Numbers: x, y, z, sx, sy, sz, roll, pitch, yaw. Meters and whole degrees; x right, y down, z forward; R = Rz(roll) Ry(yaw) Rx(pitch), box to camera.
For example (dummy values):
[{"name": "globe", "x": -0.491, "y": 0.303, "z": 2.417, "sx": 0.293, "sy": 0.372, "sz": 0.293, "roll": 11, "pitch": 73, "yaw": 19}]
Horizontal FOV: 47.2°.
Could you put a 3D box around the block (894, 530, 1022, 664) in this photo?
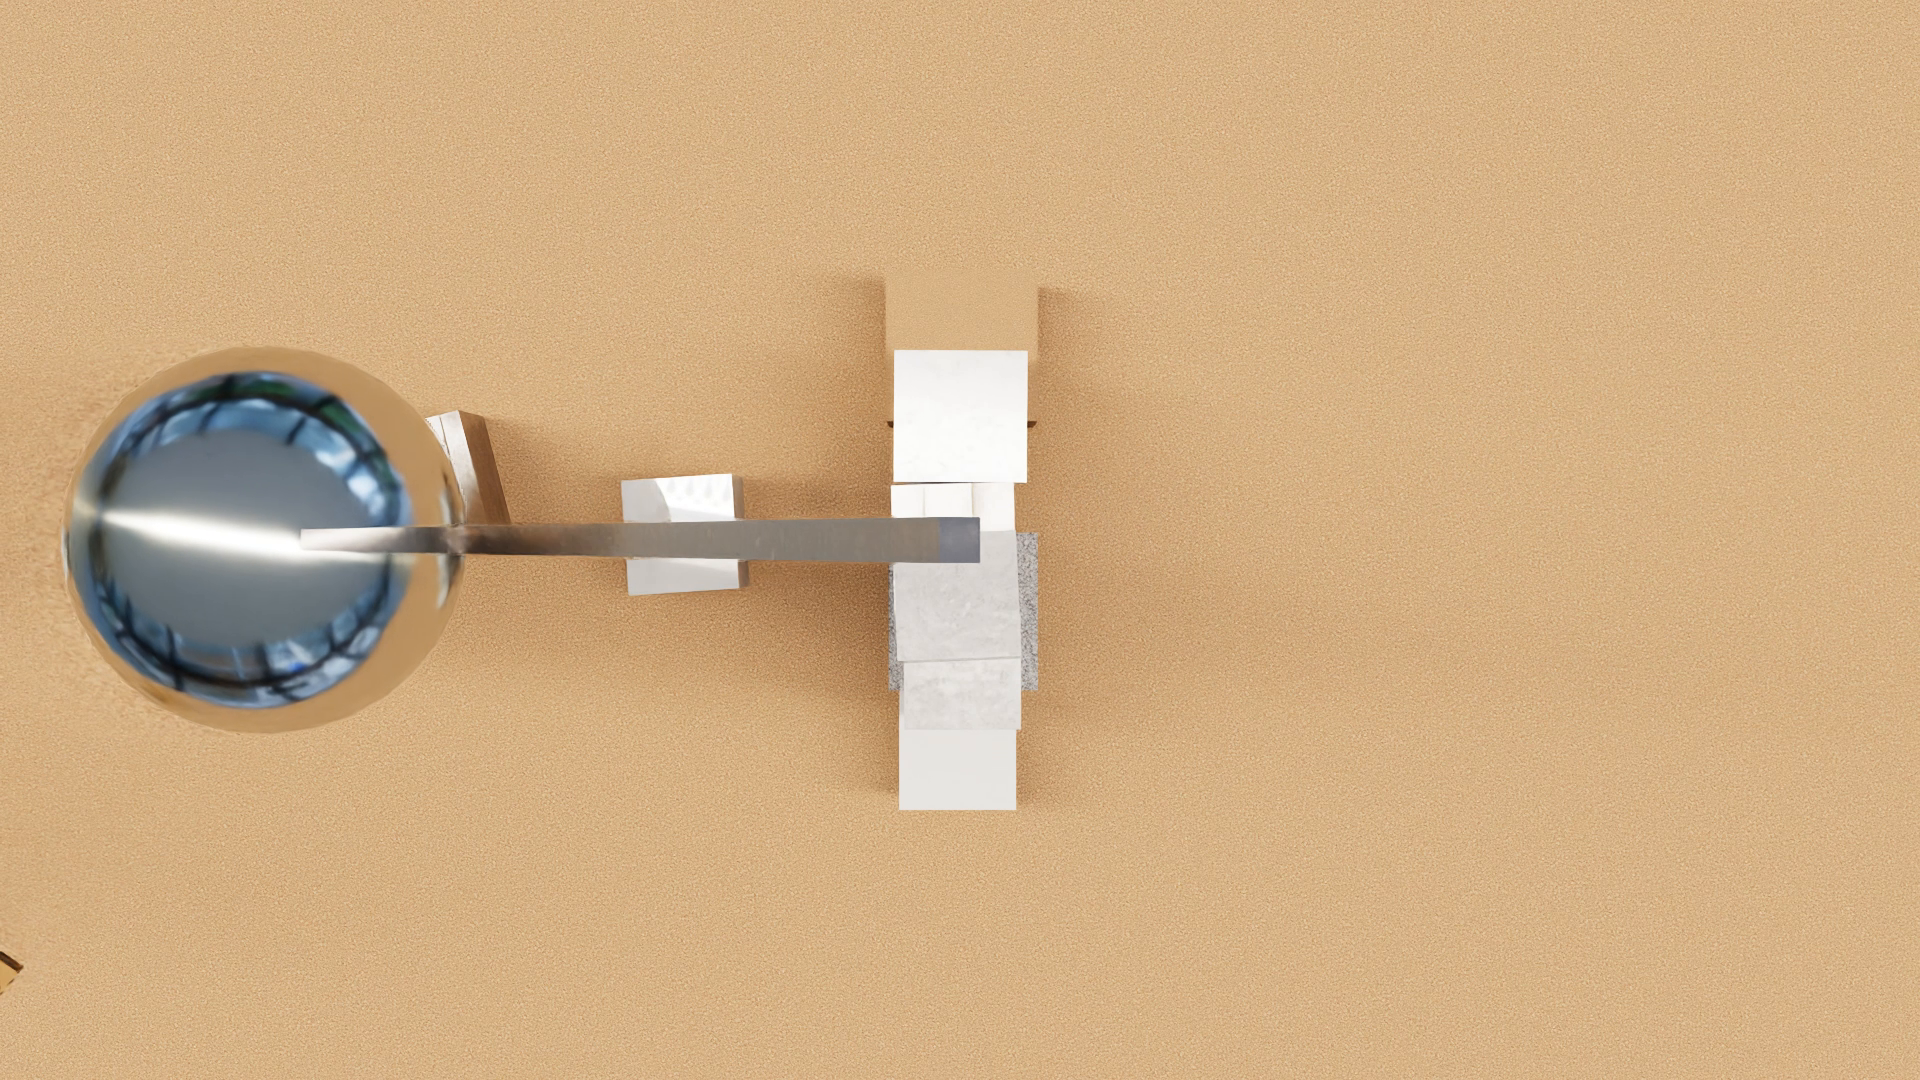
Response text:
[{"name": "block", "x": -0.015, "y": 0.297, "z": 11.177, "sx": 0.613, "sy": 0.568, "sz": 0.624, "roll": -2, "pitch": 85, "yaw": 0}]

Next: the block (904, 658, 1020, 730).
[{"name": "block", "x": 0.012, "y": 0.688, "z": 11.807, "sx": 0.608, "sy": 0.703, "sz": 0.599, "roll": 0, "pitch": 90, "yaw": 0}]

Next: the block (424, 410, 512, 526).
[{"name": "block", "x": -3.021, "y": -0.332, "z": 12.670, "sx": 0.597, "sy": 0.660, "sz": 0.667, "roll": -15, "pitch": 90, "yaw": 0}]

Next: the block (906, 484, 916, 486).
[{"name": "block", "x": -0.001, "y": -0.351, "z": 12.706, "sx": 0.613, "sy": 0.588, "sz": 0.605, "roll": 0, "pitch": 90, "yaw": 0}]

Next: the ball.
[{"name": "ball", "x": -2.846, "y": 0.000, "z": 9.065, "sx": 1.600, "sy": 1.600, "sz": 1.600, "roll": 0, "pitch": 90, "yaw": 0}]

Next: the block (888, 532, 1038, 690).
[{"name": "block", "x": 0.018, "y": 0.396, "z": 12.579, "sx": 0.823, "sy": 0.841, "sz": 0.871, "roll": 0, "pitch": 90, "yaw": 0}]

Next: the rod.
[{"name": "rod", "x": -1.233, "y": 0.000, "z": 6.072, "sx": 0.080, "sy": 5.200, "sz": 0.080, "roll": 0, "pitch": 90, "yaw": -28}]

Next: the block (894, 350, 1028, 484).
[{"name": "block", "x": 0.003, "y": -0.653, "z": 11.879, "sx": 0.695, "sy": 0.762, "sz": 0.687, "roll": 0, "pitch": 91, "yaw": 0}]

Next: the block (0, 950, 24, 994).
[{"name": "block", "x": -4.966, "y": 2.176, "z": 10.682, "sx": 0.498, "sy": 0.543, "sz": 0.567, "roll": 40, "pitch": 71, "yaw": -11}]

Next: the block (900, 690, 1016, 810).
[{"name": "block", "x": -0.013, "y": 1.176, "z": 12.653, "sx": 0.653, "sy": 0.695, "sz": 0.668, "roll": 0, "pitch": 90, "yaw": 0}]

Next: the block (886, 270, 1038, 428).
[{"name": "block", "x": 0.010, "y": -1.087, "z": 12.630, "sx": 0.847, "sy": 0.740, "sz": 0.847, "roll": 0, "pitch": 90, "yaw": 0}]

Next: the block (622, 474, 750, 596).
[{"name": "block", "x": -1.575, "y": -0.030, "z": 12.684, "sx": 0.622, "sy": 0.632, "sz": 0.646, "roll": -4, "pitch": 90, "yaw": 0}]

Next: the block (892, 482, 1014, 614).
[{"name": "block", "x": -0.031, "y": 0.044, "z": 11.823, "sx": 0.638, "sy": 0.672, "sz": 0.674, "roll": -2, "pitch": 90, "yaw": 0}]
